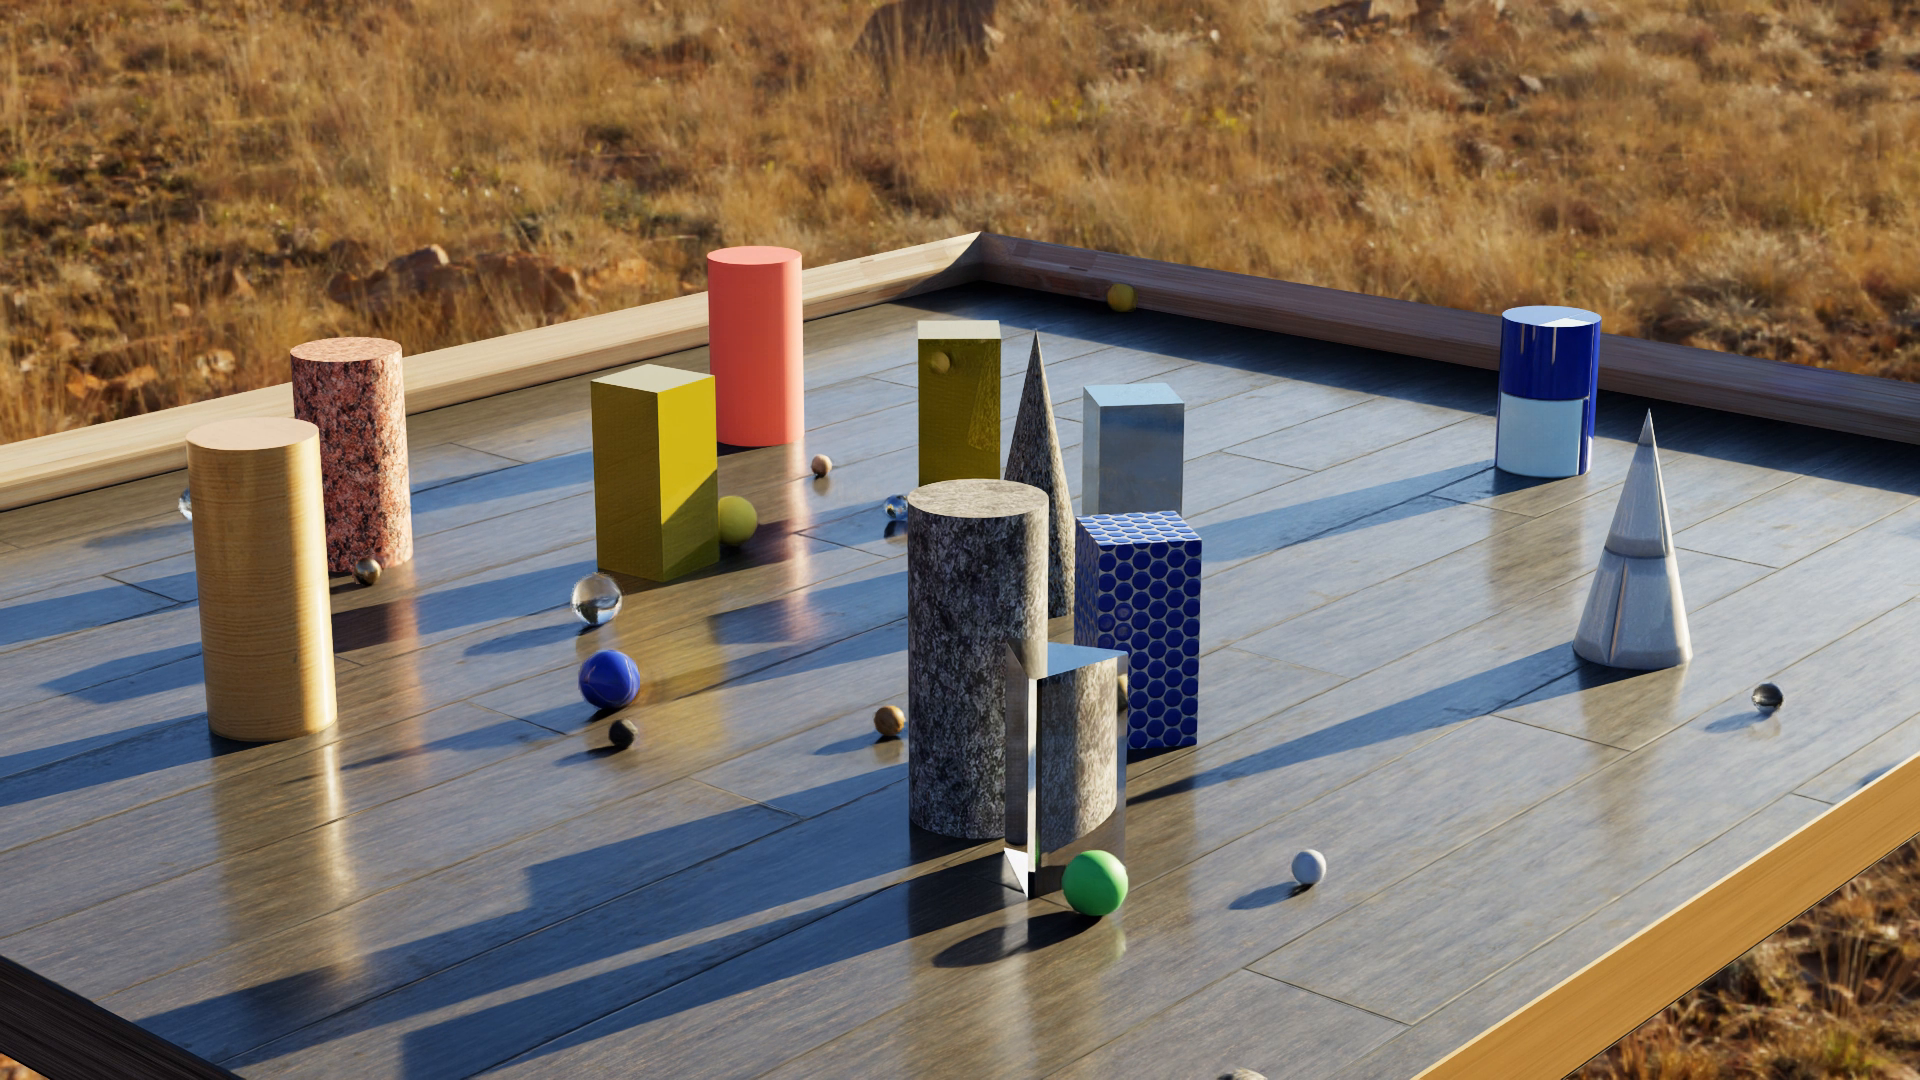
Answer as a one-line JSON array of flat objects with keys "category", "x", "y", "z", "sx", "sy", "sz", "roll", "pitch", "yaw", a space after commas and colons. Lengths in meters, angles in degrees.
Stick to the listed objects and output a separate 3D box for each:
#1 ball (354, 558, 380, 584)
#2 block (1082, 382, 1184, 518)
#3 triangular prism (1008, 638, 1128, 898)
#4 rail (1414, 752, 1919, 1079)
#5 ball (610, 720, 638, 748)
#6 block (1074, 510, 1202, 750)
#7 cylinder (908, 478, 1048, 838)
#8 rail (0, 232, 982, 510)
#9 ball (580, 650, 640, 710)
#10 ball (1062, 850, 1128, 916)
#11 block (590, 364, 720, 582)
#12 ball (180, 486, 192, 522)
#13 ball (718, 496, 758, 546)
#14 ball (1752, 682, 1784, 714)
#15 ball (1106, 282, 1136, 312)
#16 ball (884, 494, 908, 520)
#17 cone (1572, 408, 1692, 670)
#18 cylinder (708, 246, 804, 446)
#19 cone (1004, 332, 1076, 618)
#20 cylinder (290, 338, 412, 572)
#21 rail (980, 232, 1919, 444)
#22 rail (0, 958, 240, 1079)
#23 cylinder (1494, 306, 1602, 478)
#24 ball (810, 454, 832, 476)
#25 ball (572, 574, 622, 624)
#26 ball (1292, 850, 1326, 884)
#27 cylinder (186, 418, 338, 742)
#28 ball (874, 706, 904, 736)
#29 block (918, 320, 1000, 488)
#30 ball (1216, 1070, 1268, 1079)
[{"category": "ball", "x": -1.049, "y": 0.055, "z": 5.184, "sx": 0.048, "sy": 0.048, "sz": 0.048, "roll": 0, "pitch": 17, "yaw": 0}, {"category": "block", "x": 0.317, "y": -0.133, "z": 5.404, "sx": 0.156, "sy": 0.280, "sz": 0.156, "roll": -3, "pitch": 17, "yaw": -8}, {"category": "triangular prism", "x": 0.112, "y": 0.295, "z": 3.938, "sx": 0.169, "sy": 0.307, "sz": 0.146, "roll": -13, "pitch": 21, "yaw": -38}, {"category": "rail", "x": 1.287, "y": 0.354, "z": 4.050, "sx": 0.045, "sy": 0.127, "sz": 4.146, "roll": 14, "pitch": 22, "yaw": 39}, {"category": "ball", "x": -0.506, "y": 0.291, "z": 4.409, "sx": 0.042, "sy": 0.042, "sz": 0.042, "roll": 0, "pitch": 17, "yaw": 0}, {"category": "block", "x": 0.266, "y": 0.136, "z": 4.437, "sx": 0.156, "sy": 0.323, "sz": 0.156, "roll": -3, "pitch": 17, "yaw": -10}, {"category": "cylinder", "x": 0.025, "y": 0.164, "z": 4.099, "sx": 0.195, "sy": 0.464, "sz": 0.195, "roll": 0, "pitch": 17, "yaw": 0}, {"category": "rail", "x": -1.287, "y": -0.291, "z": 6.190, "sx": 0.045, "sy": 0.127, "sz": 4.146, "roll": 14, "pitch": 22, "yaw": 39}, {"category": "ball", "x": -0.545, "y": 0.218, "z": 4.563, "sx": 0.094, "sy": 0.094, "sz": 0.094, "roll": 0, "pitch": 17, "yaw": 0}, {"category": "ball", "x": 0.175, "y": 0.447, "z": 3.818, "sx": 0.086, "sy": 0.086, "sz": 0.086, "roll": 0, "pitch": 17, "yaw": 0}, {"category": "block", "x": -0.545, "y": -0.122, "z": 5.252, "sx": 0.156, "sy": 0.346, "sz": 0.156, "roll": 11, "pitch": 20, "yaw": 33}, {"category": "ball", "x": -1.433, "y": -0.071, "z": 5.542, "sx": 0.081, "sy": 0.081, "sz": 0.081, "roll": 0, "pitch": 17, "yaw": 0}, {"category": "ball", "x": -0.419, "y": -0.034, "z": 5.400, "sx": 0.093, "sy": 0.093, "sz": 0.093, "roll": 0, "pitch": 17, "yaw": 0}, {"category": "ball", "x": 1.255, "y": 0.245, "z": 4.552, "sx": 0.048, "sy": 0.048, "sz": 0.048, "roll": 0, "pitch": 17, "yaw": 0}, {"category": "ball", "x": 0.403, "y": -0.605, "z": 7.326, "sx": 0.074, "sy": 0.074, "sz": 0.074, "roll": 0, "pitch": 17, "yaw": 0}, {"category": "ball", "x": -0.119, "y": -0.062, "z": 5.566, "sx": 0.051, "sy": 0.051, "sz": 0.051, "roll": 0, "pitch": 17, "yaw": 0}, {"category": "cone", "x": 1.111, "y": -0.016, "z": 4.784, "sx": 0.195, "sy": 0.414, "sz": 0.195, "roll": 0, "pitch": 17, "yaw": 0}, {"category": "cylinder", "x": -0.426, "y": -0.406, "z": 6.129, "sx": 0.195, "sy": 0.384, "sz": 0.195, "roll": 0, "pitch": 17, "yaw": 0}, {"category": "cone", "x": 0.129, "y": -0.127, "z": 5.027, "sx": 0.195, "sy": 0.485, "sz": 0.195, "roll": 0, "pitch": 17, "yaw": 0}, {"category": "cylinder", "x": -1.097, "y": -0.156, "z": 5.294, "sx": 0.195, "sy": 0.387, "sz": 0.195, "roll": 0, "pitch": 17, "yaw": 0}, {"category": "rail", "x": 1.344, "y": -0.415, "z": 6.602, "sx": 3.457, "sy": 0.127, "sz": 0.045, "roll": 14, "pitch": 22, "yaw": 39}, {"category": "rail", "x": -1.344, "y": 0.479, "z": 3.639, "sx": 3.457, "sy": 0.127, "sz": 0.045, "roll": 14, "pitch": 22, "yaw": 39}, {"category": "cylinder", "x": 1.183, "y": -0.300, "z": 5.906, "sx": 0.195, "sy": 0.309, "sz": 0.195, "roll": 0, "pitch": 17, "yaw": 0}, {"category": "ball", "x": -0.278, "y": -0.150, "z": 5.873, "sx": 0.041, "sy": 0.041, "sz": 0.041, "roll": 0, "pitch": 17, "yaw": 0}, {"category": "ball", "x": -0.614, "y": 0.101, "z": 4.966, "sx": 0.085, "sy": 0.085, "sz": 0.085, "roll": 0, "pitch": 17, "yaw": 0}, {"category": "ball", "x": 0.466, "y": 0.437, "z": 3.919, "sx": 0.047, "sy": 0.047, "sz": 0.047, "roll": 0, "pitch": 17, "yaw": 0}, {"category": "cylinder", "x": -1.061, "y": 0.059, "z": 4.463, "sx": 0.195, "sy": 0.457, "sz": 0.195, "roll": 0, "pitch": 17, "yaw": 0}, {"category": "ball", "x": -0.107, "y": 0.275, "z": 4.457, "sx": 0.047, "sy": 0.047, "sz": 0.047, "roll": 0, "pitch": 17, "yaw": 0}, {"category": "block", "x": -0.002, "y": -0.237, "z": 5.640, "sx": 0.156, "sy": 0.343, "sz": 0.156, "roll": 0, "pitch": 17, "yaw": -1}, {"category": "ball", "x": 0.311, "y": 0.626, "z": 3.224, "sx": 0.086, "sy": 0.086, "sz": 0.086, "roll": 0, "pitch": 17, "yaw": 0}]
